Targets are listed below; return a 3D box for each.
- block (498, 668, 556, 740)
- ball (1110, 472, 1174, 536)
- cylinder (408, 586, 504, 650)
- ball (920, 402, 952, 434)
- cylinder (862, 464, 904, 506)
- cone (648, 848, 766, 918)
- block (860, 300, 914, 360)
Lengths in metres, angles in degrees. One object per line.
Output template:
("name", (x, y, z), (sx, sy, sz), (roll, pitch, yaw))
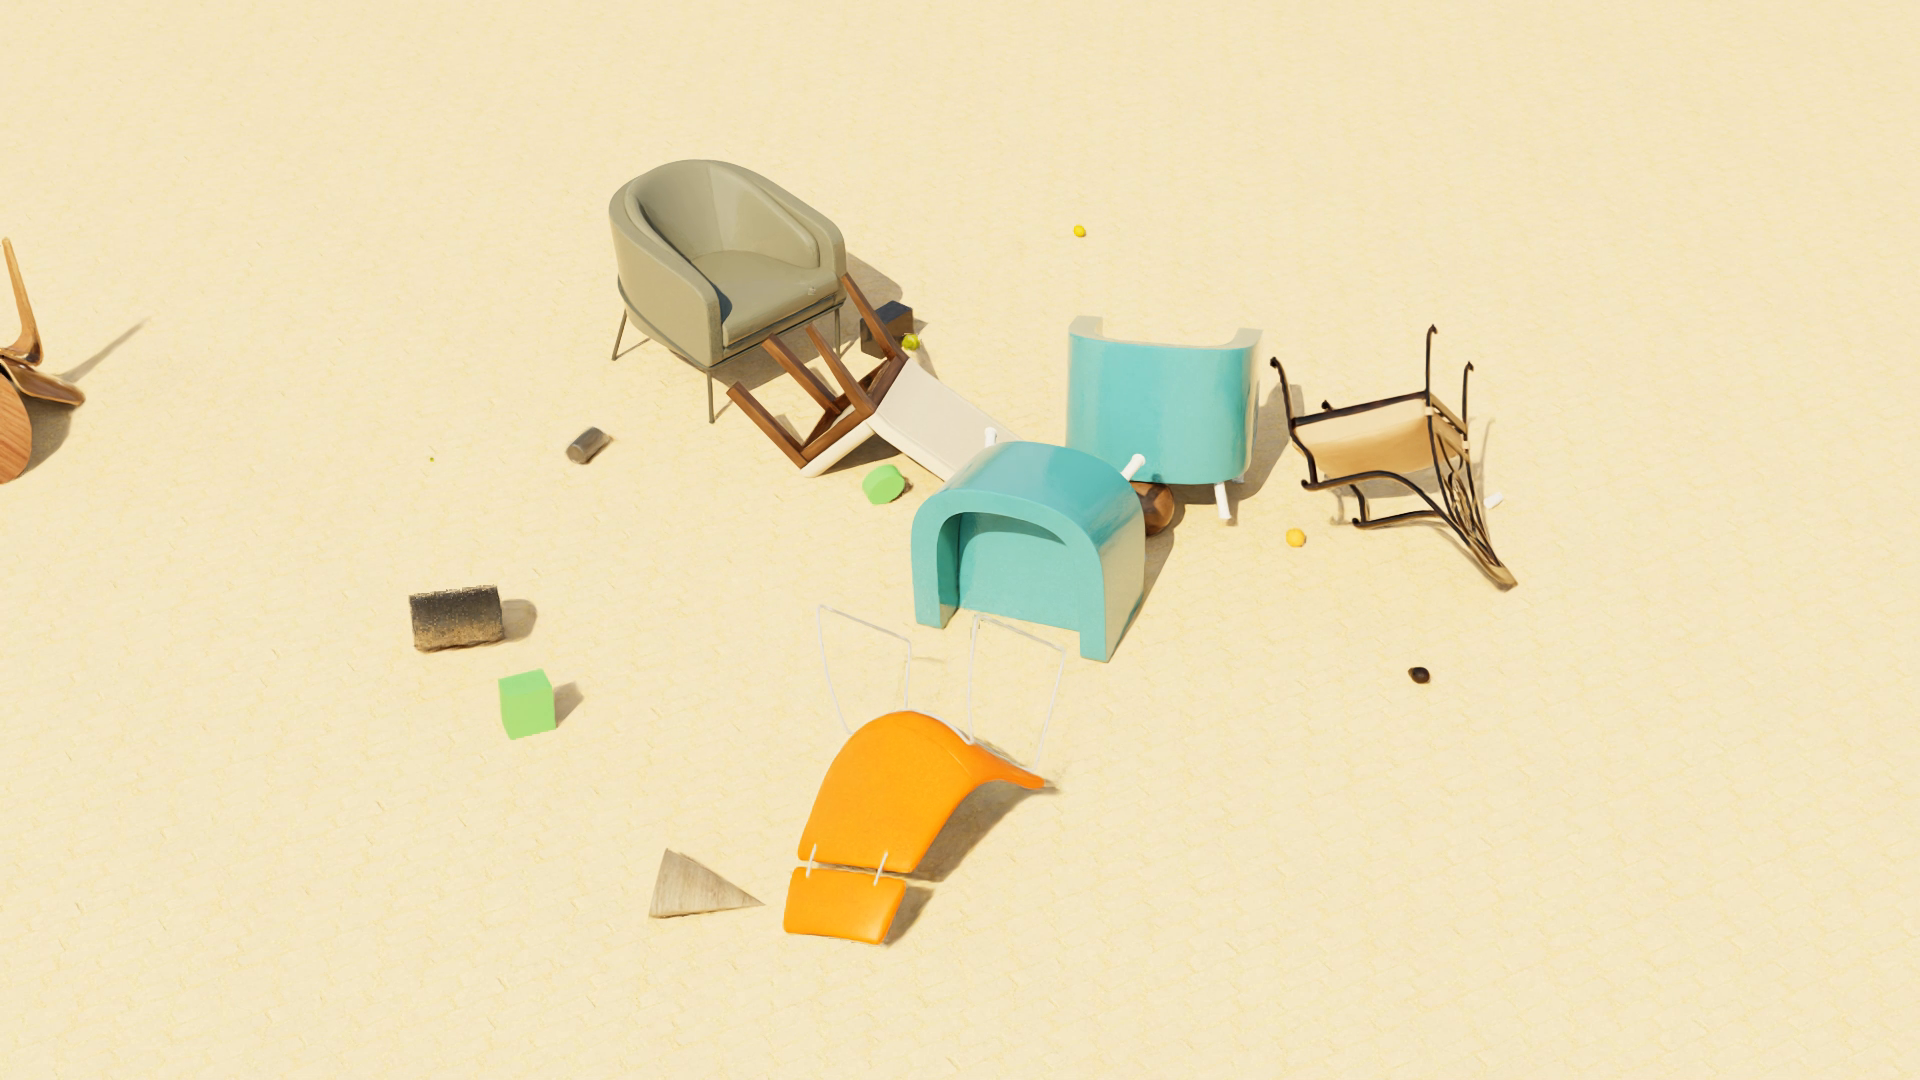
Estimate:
("block", (-1.466, 0.556, 9.924), (0.158, 0.188, 0.106), (-14, 39, -20))
("ball", (0.680, -0.132, 10.927), (0.240, 0.240, 0.240), (0, 33, 0))
("cylinder", (-1.775, 0.274, 10.324), (0.308, 0.191, 0.289), (-7, 1, -11))
("ball", (-0.094, -0.481, 11.559), (0.127, 0.127, 0.127), (0, 33, 0))
("cylinder", (-0.293, -0.210, 11.154), (0.154, 0.106, 0.084), (-36, 38, 2))
("cone", (-0.777, 1.111, 9.200), (0.351, 0.131, 0.315), (12, 32, -1))
("block", (-0.302, -0.869, 12.124), (0.111, 0.153, 0.209), (24, 40, 31))
